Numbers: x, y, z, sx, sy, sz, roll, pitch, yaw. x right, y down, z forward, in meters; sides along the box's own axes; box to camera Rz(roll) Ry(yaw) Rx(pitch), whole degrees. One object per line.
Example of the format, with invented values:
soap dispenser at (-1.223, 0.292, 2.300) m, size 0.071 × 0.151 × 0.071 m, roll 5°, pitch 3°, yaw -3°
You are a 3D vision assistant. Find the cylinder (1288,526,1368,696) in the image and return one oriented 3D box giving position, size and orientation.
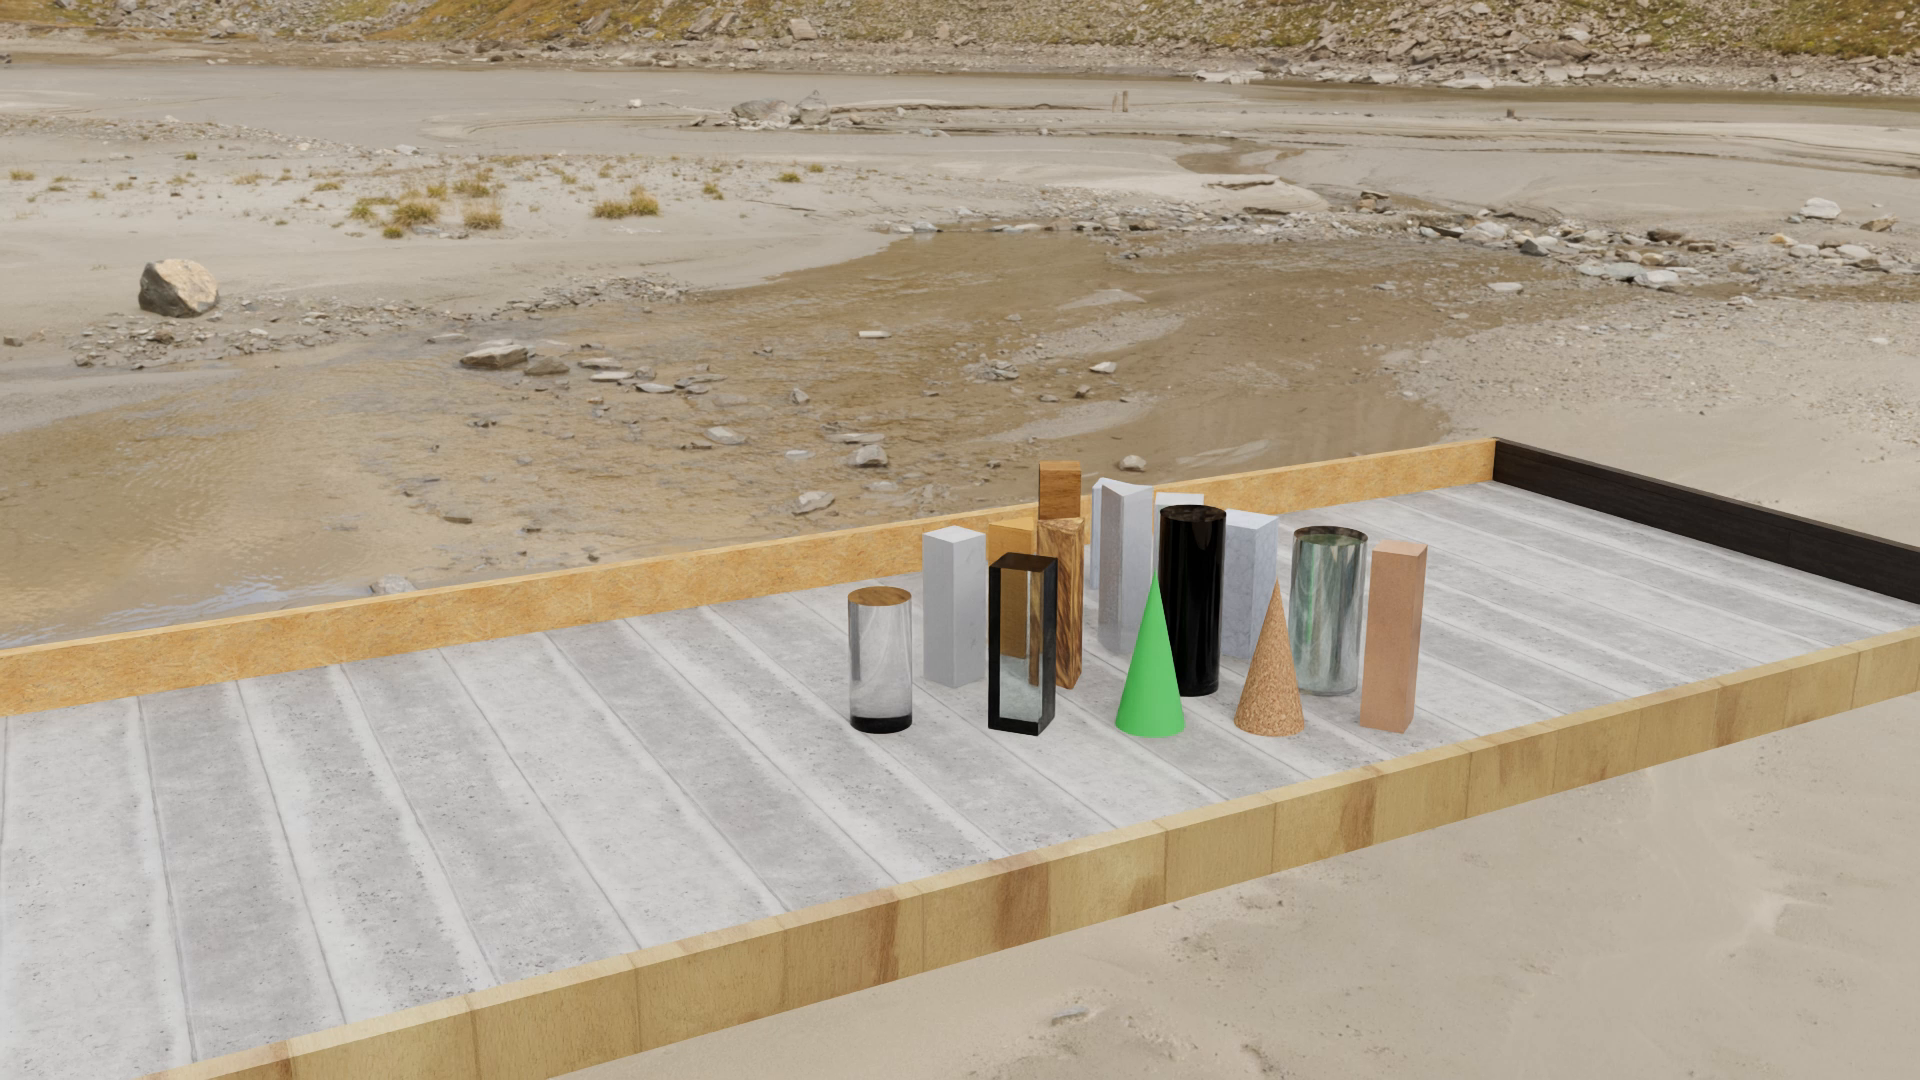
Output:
cylinder at (0.904, 0.174, 4.077) m, size 0.178 × 0.386 × 0.178 m, roll 0°, pitch 16°, yaw 0°

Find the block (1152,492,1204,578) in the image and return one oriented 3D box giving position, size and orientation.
block at (0.605, 0.049, 4.591) m, size 0.131 × 0.337 × 0.131 m, roll 3°, pitch 17°, yaw 9°

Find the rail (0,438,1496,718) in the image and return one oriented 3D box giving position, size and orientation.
rail at (-3.305, 0.497, 3.399) m, size 12.000 × 0.150 × 0.050 m, roll -9°, pitch 18°, yaw -27°

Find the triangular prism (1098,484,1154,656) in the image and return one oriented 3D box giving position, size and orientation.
triangular prism at (0.416, 0.071, 4.342) m, size 0.114 × 0.434 × 0.132 m, roll 14°, pitch 21°, yaw 40°

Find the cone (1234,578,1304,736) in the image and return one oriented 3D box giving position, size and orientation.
cone at (0.729, 0.257, 3.836) m, size 0.166 × 0.363 × 0.166 m, roll 0°, pitch 16°, yaw 0°

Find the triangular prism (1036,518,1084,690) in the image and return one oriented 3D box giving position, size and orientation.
triangular prism at (0.270, 0.151, 4.111) m, size 0.106 × 0.411 × 0.122 m, roll -16°, pitch 22°, yaw -42°

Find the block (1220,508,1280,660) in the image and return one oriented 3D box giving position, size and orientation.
block at (0.734, 0.114, 4.341) m, size 0.144 × 0.353 × 0.144 m, roll 11°, pitch 19°, yaw 32°

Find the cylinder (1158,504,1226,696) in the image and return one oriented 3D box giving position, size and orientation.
cylinder at (0.565, 0.148, 4.059) m, size 0.161 × 0.446 × 0.161 m, roll 0°, pitch 16°, yaw 0°

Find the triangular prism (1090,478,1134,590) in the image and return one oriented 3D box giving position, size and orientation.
triangular prism at (0.435, -0.023, 4.887) m, size 0.131 × 0.307 × 0.114 m, roll -4°, pitch 17°, yaw -13°

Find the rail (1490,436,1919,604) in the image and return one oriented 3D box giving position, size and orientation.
rail at (2.466, -0.048, 5.253) m, size 0.050 × 0.150 × 2.100 m, roll -9°, pitch 18°, yaw -27°

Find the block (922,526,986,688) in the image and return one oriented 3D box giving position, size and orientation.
block at (-0.015, 0.166, 4.118) m, size 0.111 × 0.378 × 0.111 m, roll -15°, pitch 22°, yaw -42°

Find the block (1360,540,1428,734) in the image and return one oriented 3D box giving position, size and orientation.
block at (1.006, 0.224, 3.830) m, size 0.103 × 0.431 × 0.103 m, roll 8°, pitch 18°, yaw 26°

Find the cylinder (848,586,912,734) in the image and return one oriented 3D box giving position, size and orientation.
cylinder at (-0.186, 0.279, 3.850) m, size 0.148 × 0.312 × 0.148 m, roll 0°, pitch 16°, yaw 0°

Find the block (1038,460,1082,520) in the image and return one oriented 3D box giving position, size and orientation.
block at (0.273, 0.004, 4.573) m, size 0.110 × 0.433 × 0.110 m, roll 0°, pitch 16°, yaw 1°

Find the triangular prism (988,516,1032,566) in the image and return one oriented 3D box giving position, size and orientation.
triangular prism at (0.160, 0.114, 4.372) m, size 0.132 × 0.336 × 0.114 m, roll 10°, pitch 19°, yaw 29°

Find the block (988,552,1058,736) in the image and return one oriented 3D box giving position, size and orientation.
block at (0.146, 0.241, 3.831) m, size 0.123 × 0.397 × 0.123 m, roll 6°, pitch 18°, yaw 21°

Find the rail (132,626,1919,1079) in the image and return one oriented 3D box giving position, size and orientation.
rail at (-2.336, 1.006, 1.665) m, size 12.000 × 0.150 × 0.050 m, roll -9°, pitch 18°, yaw -27°

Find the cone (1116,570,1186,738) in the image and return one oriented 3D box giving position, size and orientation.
cone at (0.448, 0.248, 3.828) m, size 0.164 × 0.385 × 0.164 m, roll 0°, pitch 16°, yaw 0°
